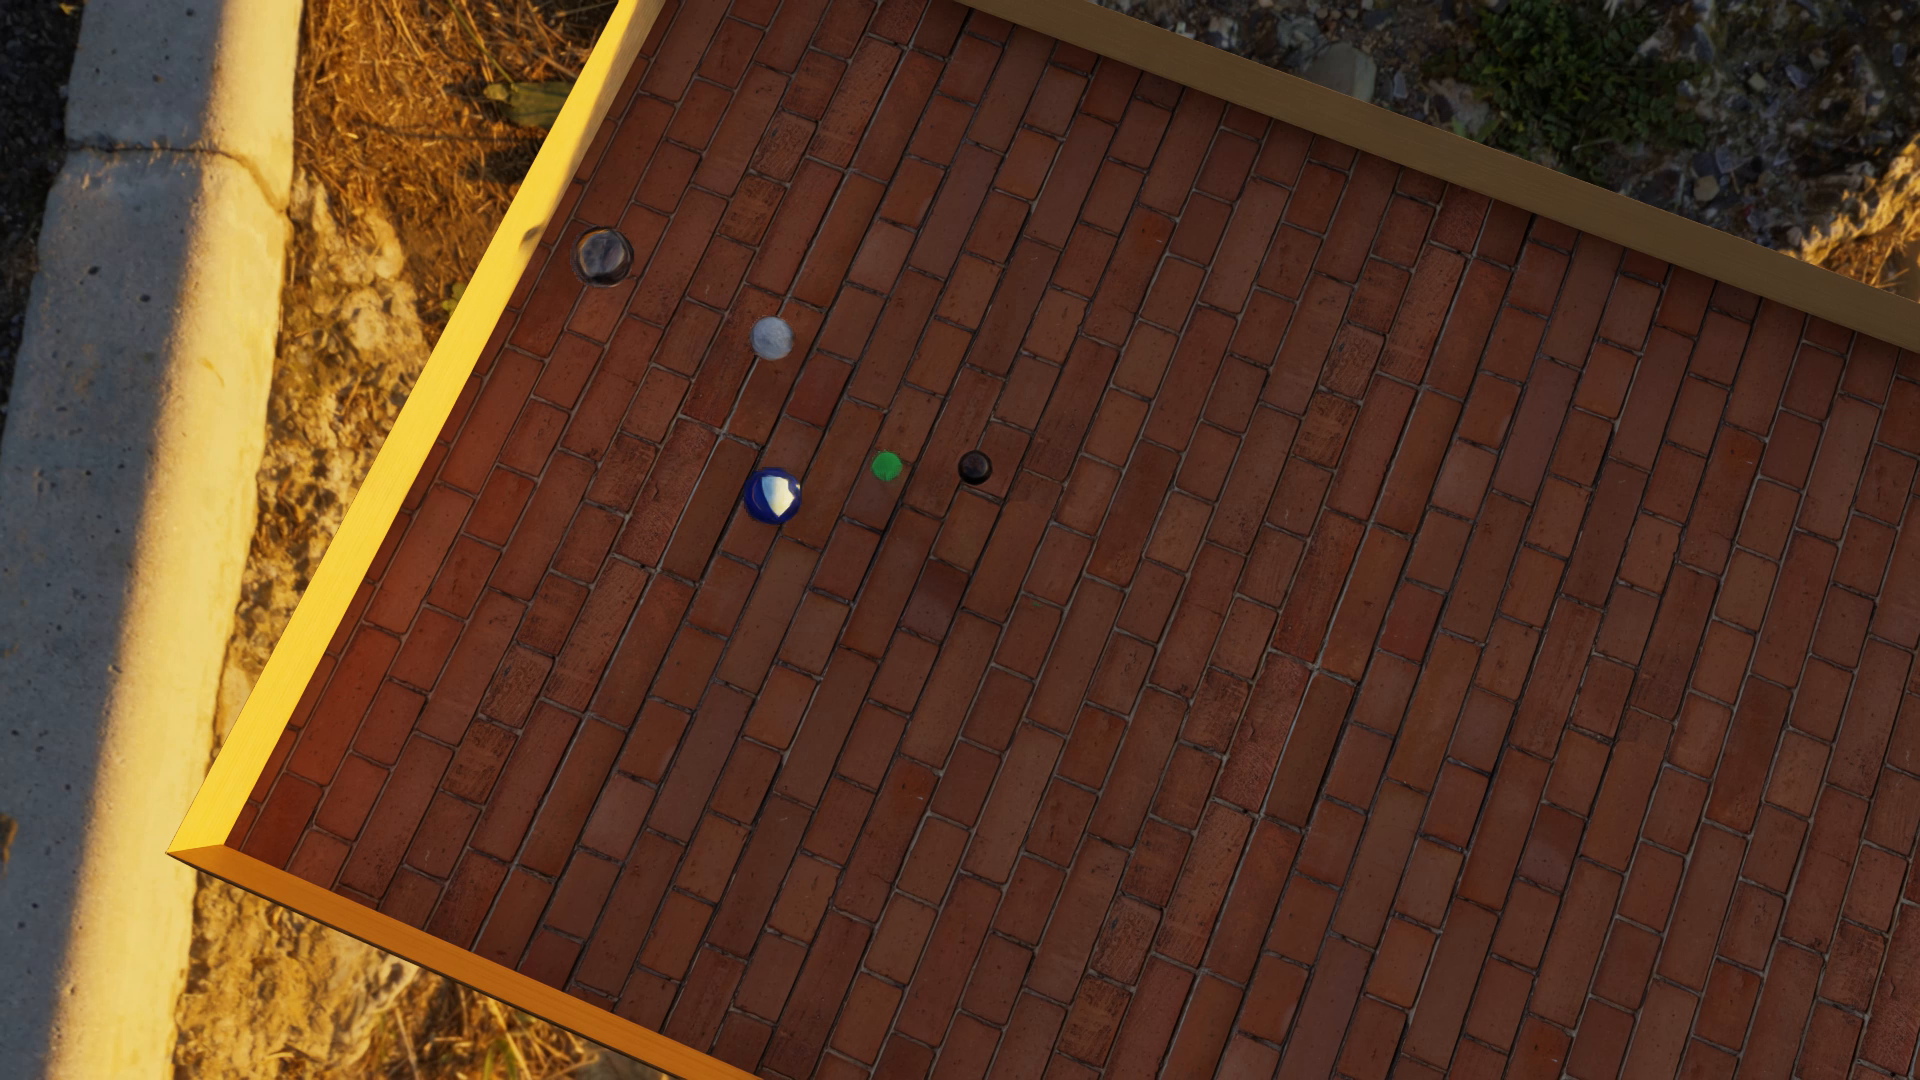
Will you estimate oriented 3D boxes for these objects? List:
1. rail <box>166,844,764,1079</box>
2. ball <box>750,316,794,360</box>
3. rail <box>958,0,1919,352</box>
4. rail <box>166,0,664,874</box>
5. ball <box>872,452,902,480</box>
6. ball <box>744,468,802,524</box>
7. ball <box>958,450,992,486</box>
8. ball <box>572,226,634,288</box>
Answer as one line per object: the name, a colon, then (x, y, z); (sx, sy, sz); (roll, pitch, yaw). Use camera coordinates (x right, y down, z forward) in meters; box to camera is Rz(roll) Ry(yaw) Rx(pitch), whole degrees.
rail: (0.453, 1.079, 3.018); (3.436, 0.128, 0.045); (22, 73, 7)
ball: (-0.299, -0.321, 3.505); (0.070, 0.070, 0.070); (0, 72, 0)
rail: (1.133, -0.469, 3.521); (3.436, 0.128, 0.045); (22, 73, 7)
rail: (-0.771, -0.316, 3.471); (0.045, 0.128, 1.811); (22, 73, 7)
ball: (-0.114, -0.116, 3.451); (0.045, 0.045, 0.045); (0, 72, 0)
ball: (-0.289, -0.068, 3.412); (0.089, 0.089, 0.089); (0, 72, 0)
ball: (0.023, -0.113, 3.444); (0.055, 0.055, 0.055); (0, 72, 0)
ball: (-0.573, -0.454, 3.533); (0.098, 0.098, 0.098); (0, 72, 0)
